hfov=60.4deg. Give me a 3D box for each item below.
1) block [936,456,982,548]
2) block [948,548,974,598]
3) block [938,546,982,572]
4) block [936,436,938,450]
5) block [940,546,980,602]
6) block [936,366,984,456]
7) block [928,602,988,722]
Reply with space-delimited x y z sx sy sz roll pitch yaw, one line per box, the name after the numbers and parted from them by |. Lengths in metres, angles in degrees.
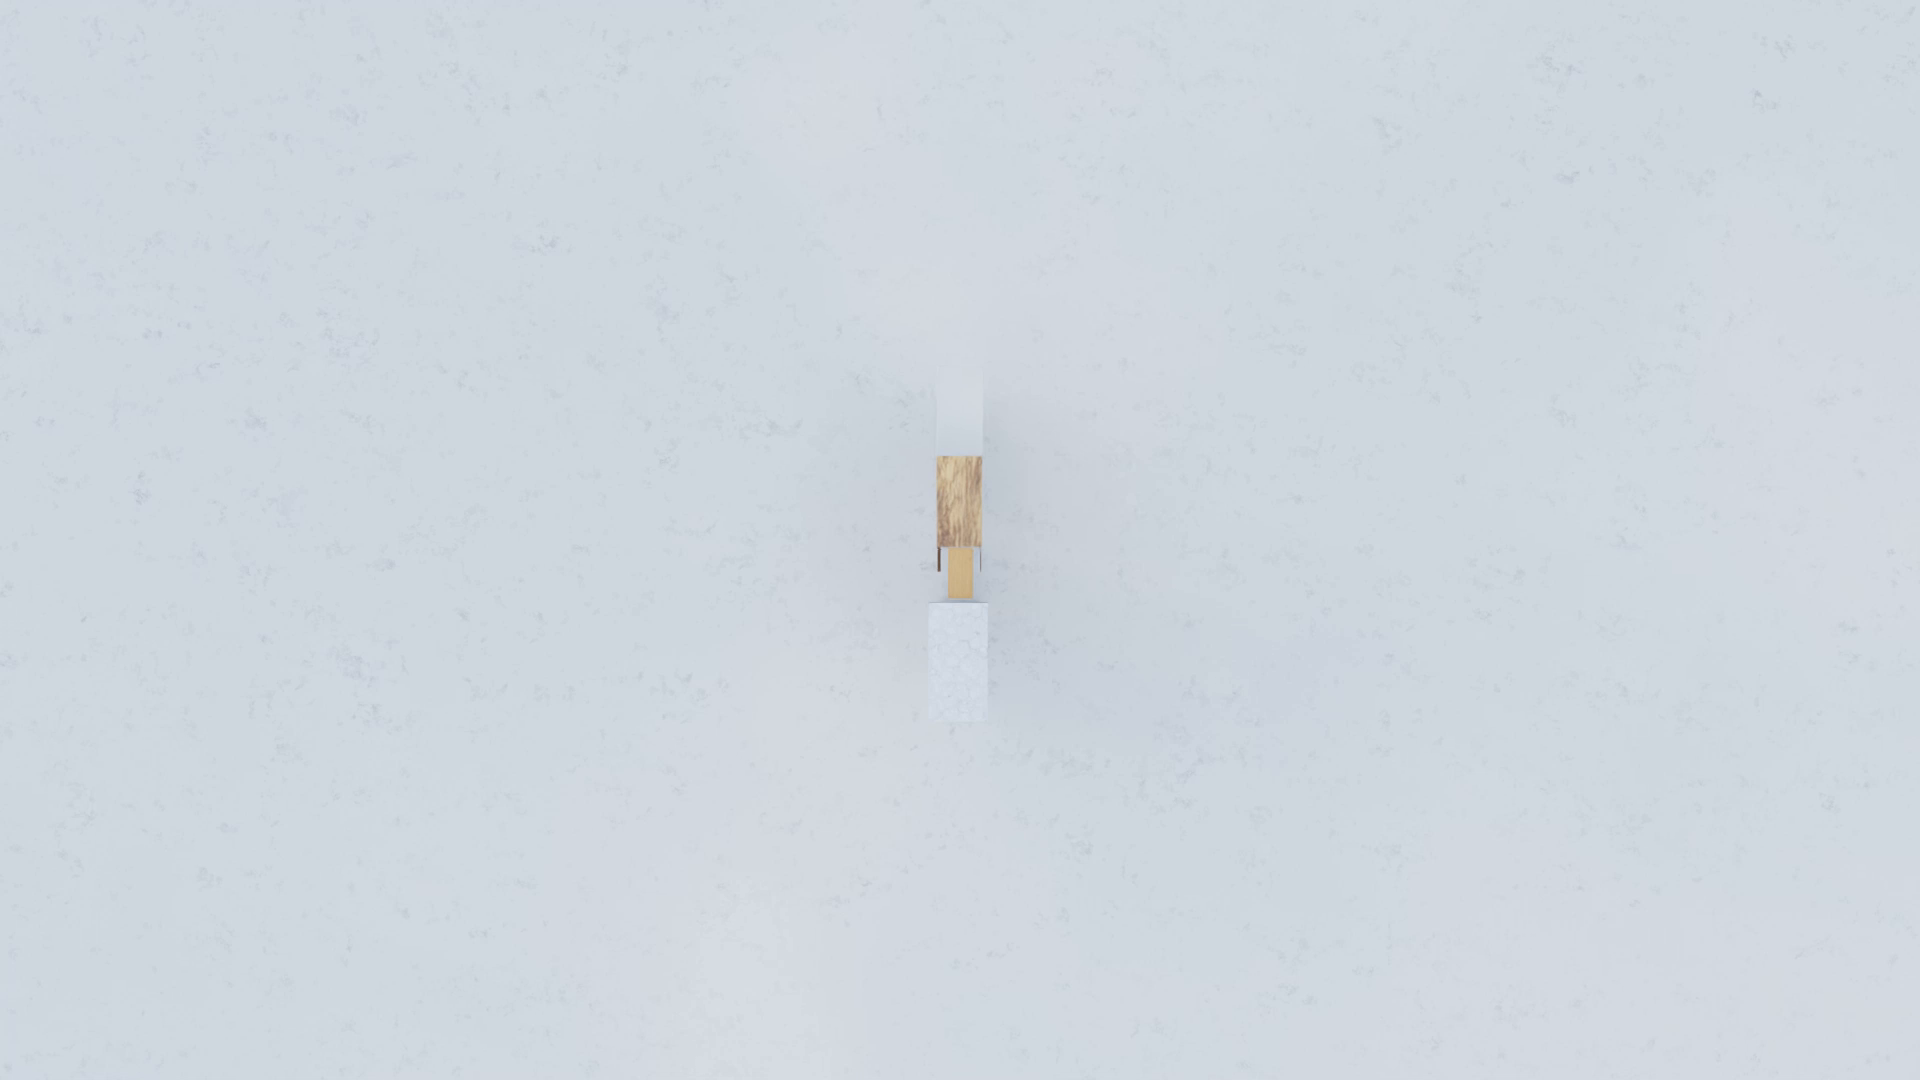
-0.002 -0.107 4.624 0.127 0.036 0.254 0 90 0 | block
0.002 0.096 4.764 0.072 0.021 0.145 0 90 0 | block
-0.002 -0.039 5.204 0.138 0.039 0.276 0 90 0 | block
-0.003 -0.286 4.921 0.130 0.260 0.037 1 90 0 | block
0.001 0.127 4.936 0.116 0.033 0.232 0 90 0 | block
0.000 -0.372 4.772 0.130 0.037 0.260 1 90 0 | block
-0.004 0.337 4.569 0.164 0.046 0.328 0 90 0 | block
